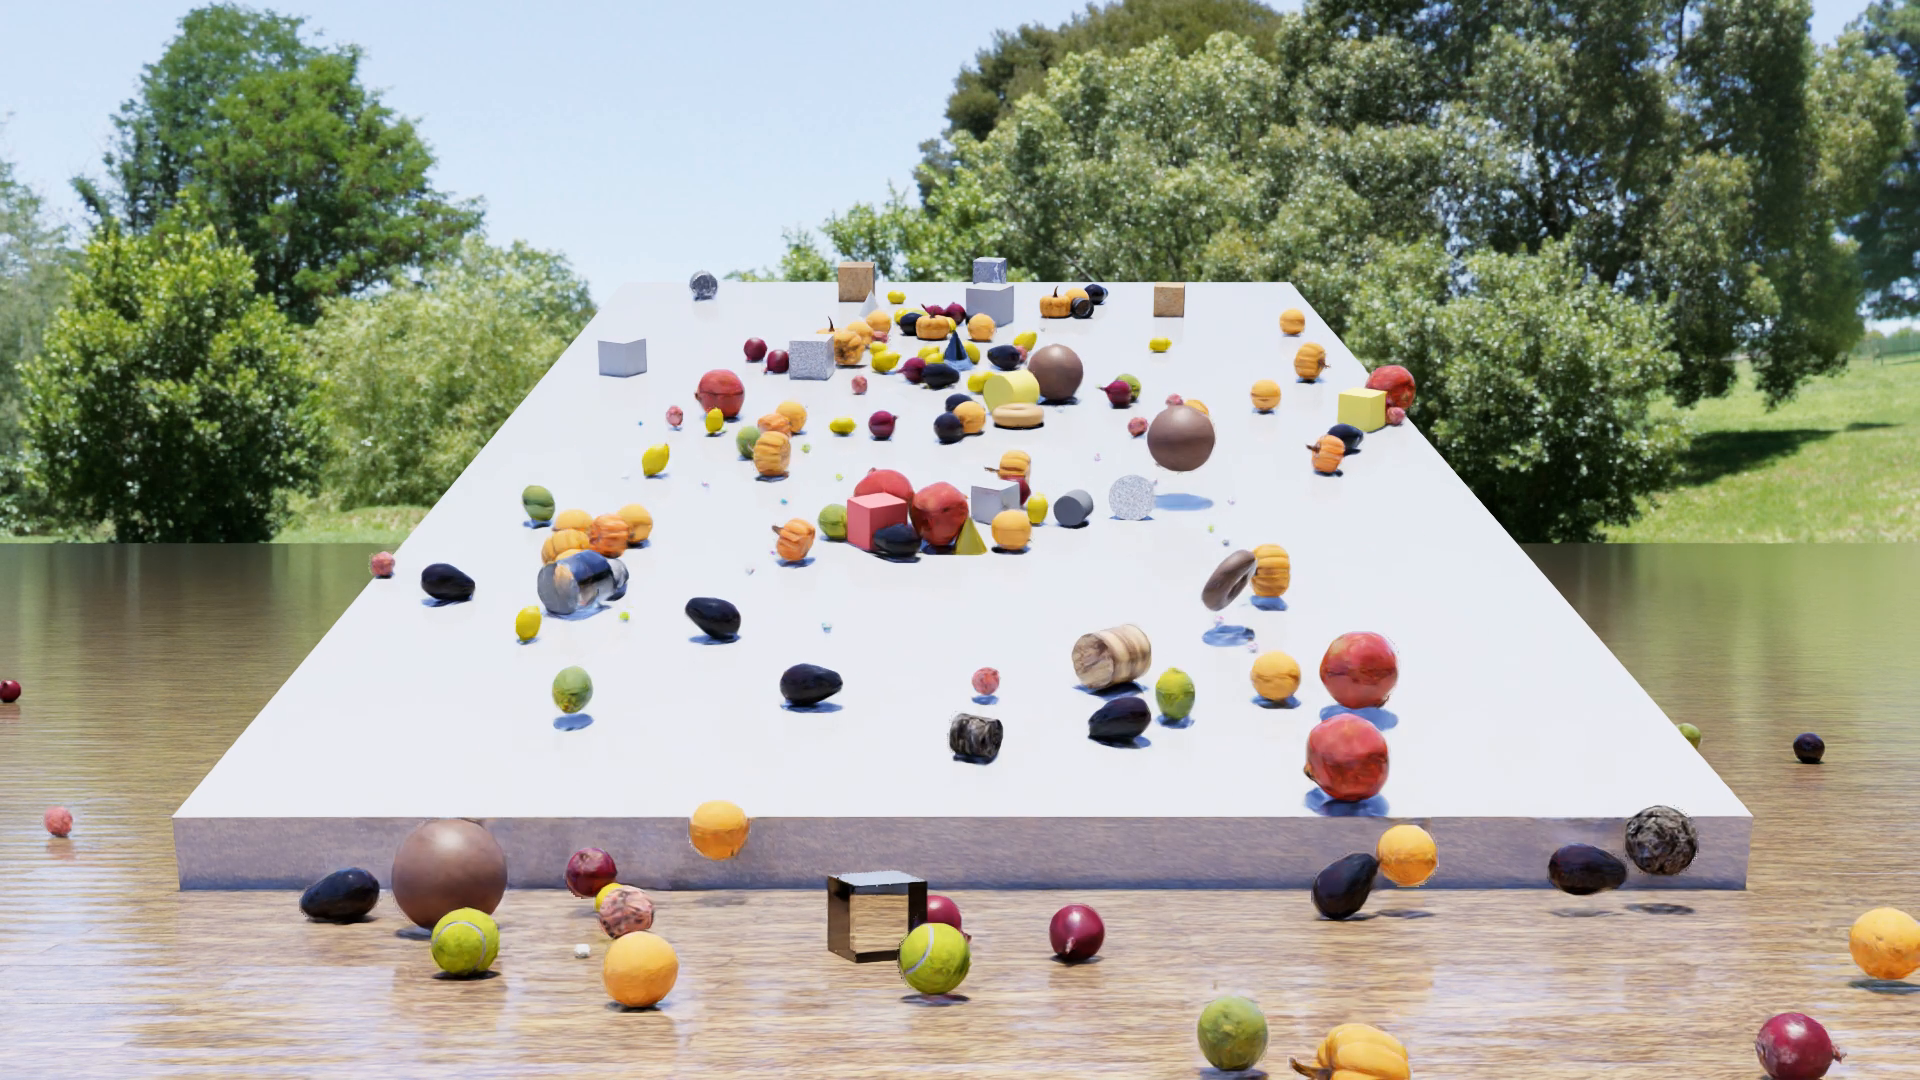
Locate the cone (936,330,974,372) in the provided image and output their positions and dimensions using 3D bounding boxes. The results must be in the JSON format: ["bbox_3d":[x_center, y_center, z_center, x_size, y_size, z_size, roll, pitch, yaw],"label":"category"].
[{"bbox_3d":[-0.011,-0.469,5.426,0.095,0.095,0.095,0,16,0],"label":"cone"}]

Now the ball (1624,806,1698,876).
[{"bbox_3d":[0.845,0.362,2.666,0.084,0.084,0.084,0,0,0],"label":"ball"}]

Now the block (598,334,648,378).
[{"bbox_3d":[-0.820,-0.447,5.372,0.083,0.083,0.083,9,19,29],"label":"block"}]

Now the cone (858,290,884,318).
[{"bbox_3d":[-0.246,-0.655,6.101,0.072,0.072,0.072,0,16,0],"label":"cone"}]

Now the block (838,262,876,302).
[{"bbox_3d":[-0.296,-0.743,6.354,0.099,0.099,0.099,1,16,2],"label":"block"}]

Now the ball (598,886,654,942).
[{"bbox_3d":[-0.371,0.416,2.462,0.061,0.061,0.061,0,0,0],"label":"ball"}]

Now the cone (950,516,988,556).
[{"bbox_3d":[0.017,-0.012,3.917,0.066,0.066,0.066,0,16,0],"label":"cone"}]

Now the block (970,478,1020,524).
[{"bbox_3d":[0.066,-0.072,4.122,0.066,0.066,0.066,11,19,33],"label":"block"}]

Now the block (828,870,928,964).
[{"bbox_3d":[-0.089,0.406,2.385,0.082,0.082,0.082,0,0,-24],"label":"block"}]

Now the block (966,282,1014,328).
[{"bbox_3d":[0.081,-0.638,5.997,0.100,0.100,0.100,7,18,23],"label":"block"}]

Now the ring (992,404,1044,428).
[{"bbox_3d":[0.128,-0.273,4.857,0.117,0.039,0.117,-1,15,0],"label":"ring"}]

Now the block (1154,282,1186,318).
[{"bbox_3d":[0.580,-0.667,6.127,0.082,0.082,0.082,2,16,8],"label":"block"}]

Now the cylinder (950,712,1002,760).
[{"bbox_3d":[0.022,0.265,2.990,0.054,0.054,0.054,8,4,27],"label":"cylinder"}]

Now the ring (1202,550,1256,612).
[{"bbox_3d":[0.423,0.063,3.471,0.038,0.113,0.113,40,15,18],"label":"ring"}]

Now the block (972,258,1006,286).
[{"bbox_3d":[0.088,-0.788,6.540,0.082,0.082,0.082,5,17,15],"label":"block"}]

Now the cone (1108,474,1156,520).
[{"bbox_3d":[0.326,-0.071,4.167,0.088,0.088,0.088,0,-10,6],"label":"cone"}]

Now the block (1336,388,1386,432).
[{"bbox_3d":[0.878,-0.285,4.832,0.077,0.077,0.077,11,20,34],"label":"block"}]

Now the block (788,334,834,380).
[{"bbox_3d":[-0.358,-0.444,5.345,0.093,0.093,0.093,2,16,7],"label":"block"}]

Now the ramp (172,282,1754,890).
[{"bbox_3d":[-0.002,-0.164,4.730,2.000,0.100,4.000,0,16,0],"label":"ramp"}]

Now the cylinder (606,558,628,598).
[{"bbox_3d":[-0.586,0.063,3.676,0.055,0.055,0.055,0,16,14],"label":"cylinder"}]

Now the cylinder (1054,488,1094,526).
[{"bbox_3d":[0.210,-0.060,4.095,0.059,0.059,0.059,0,15,23],"label":"cylinder"}]

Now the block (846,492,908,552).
[{"bbox_3d":[-0.148,-0.033,3.962,0.080,0.080,0.080,-10,19,-32],"label":"block"}]

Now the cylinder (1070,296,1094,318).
[{"bbox_3d":[0.336,-0.640,6.087,0.053,0.053,0.053,0,20,-18],"label":"cylinder"}]

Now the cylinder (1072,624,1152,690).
[{"bbox_3d":[0.223,0.171,3.245,0.083,0.083,0.083,-12,8,-41],"label":"cylinder"}]
